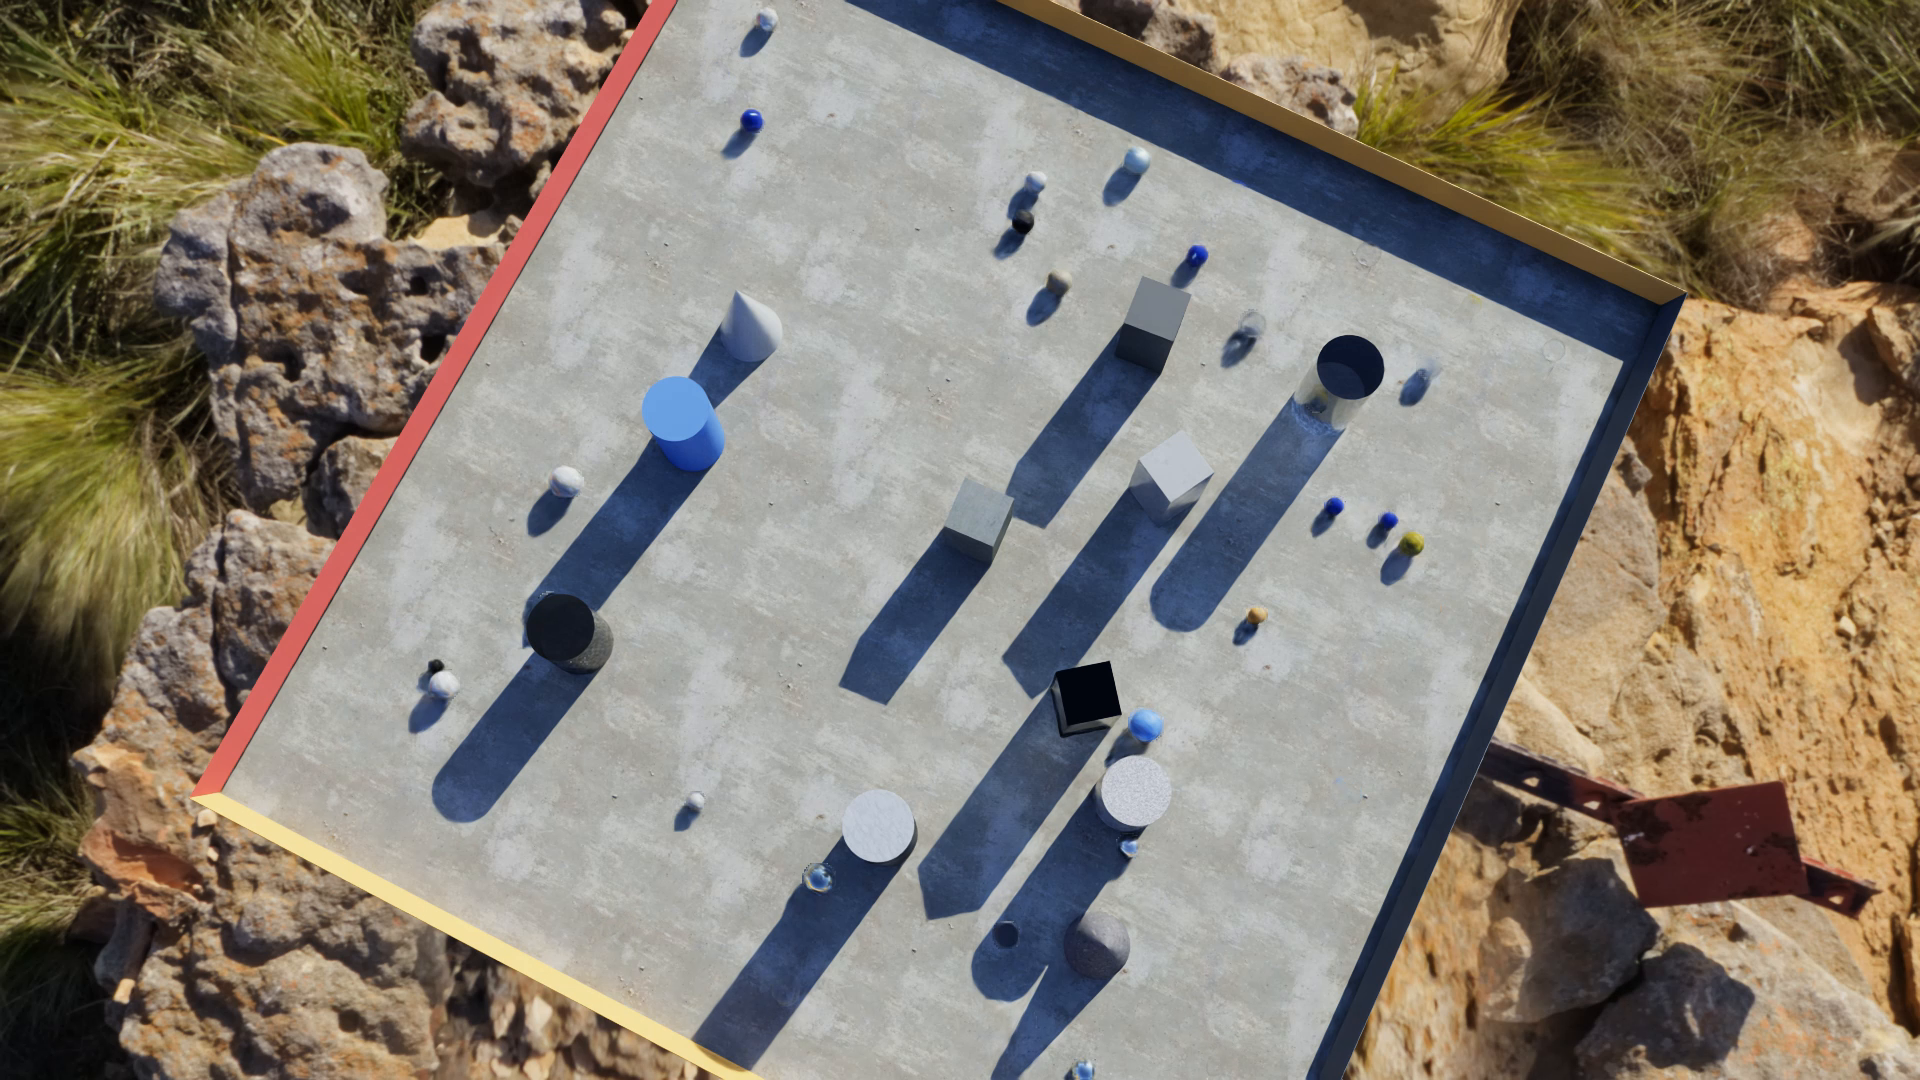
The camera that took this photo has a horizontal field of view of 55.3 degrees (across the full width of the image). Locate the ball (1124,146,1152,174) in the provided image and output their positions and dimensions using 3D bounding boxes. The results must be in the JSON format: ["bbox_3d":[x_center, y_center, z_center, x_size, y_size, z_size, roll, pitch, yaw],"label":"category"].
[{"bbox_3d":[0.564,-1.206,5.822,0.086,0.086,0.086,0,78,0],"label":"ball"}]

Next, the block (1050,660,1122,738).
[{"bbox_3d":[0.363,0.467,5.337,0.157,0.358,0.157,-11,79,-2],"label":"block"}]

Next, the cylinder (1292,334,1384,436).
[{"bbox_3d":[1.130,-0.459,5.502,0.196,0.410,0.196,0,78,0],"label":"cylinder"}]

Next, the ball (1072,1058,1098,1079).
[{"bbox_3d":[0.358,1.526,5.264,0.072,0.072,0.072,0,78,0],"label":"ball"}]

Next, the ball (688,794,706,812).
[{"bbox_3d":[-0.782,0.777,5.429,0.053,0.053,0.053,0,78,0],"label":"ball"}]

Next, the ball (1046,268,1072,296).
[{"bbox_3d":[0.312,-0.809,5.742,0.082,0.082,0.082,0,78,0],"label":"ball"}]

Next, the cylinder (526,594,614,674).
[{"bbox_3d":[-1.147,0.281,5.407,0.196,0.296,0.196,0,78,0],"label":"cylinder"}]

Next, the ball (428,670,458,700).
[{"bbox_3d":[-1.546,0.435,5.482,0.087,0.087,0.087,0,78,0],"label":"ball"}]

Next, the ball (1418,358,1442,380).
[{"bbox_3d":[1.459,-0.532,5.690,0.071,0.071,0.071,0,78,0],"label":"ball"}]

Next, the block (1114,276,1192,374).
[{"bbox_3d":[0.585,-0.652,5.583,0.157,0.331,0.157,22,79,4],"label":"block"}]

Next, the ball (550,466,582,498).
[{"bbox_3d":[-1.206,-0.177,5.603,0.098,0.098,0.098,0,78,0],"label":"ball"}]

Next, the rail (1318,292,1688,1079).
[{"bbox_3d":[1.465,0.724,5.401,0.045,0.127,3.391,26,80,5],"label":"rail"}]

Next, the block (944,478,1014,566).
[{"bbox_3d":[0.055,-0.053,5.480,0.157,0.288,0.157,23,79,5],"label":"block"}]

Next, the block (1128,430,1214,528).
[{"bbox_3d":[0.626,-0.179,5.473,0.157,0.354,0.157,-34,80,-7],"label":"block"}]

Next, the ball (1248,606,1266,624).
[{"bbox_3d":[0.898,0.228,5.541,0.055,0.055,0.055,0,78,0],"label":"ball"}]

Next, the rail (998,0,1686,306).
[{"bbox_3d":[0.748,-1.458,5.852,3.322,0.127,0.045,26,80,5],"label":"rail"}]

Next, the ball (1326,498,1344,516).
[{"bbox_3d":[1.147,-0.104,5.610,0.056,0.056,0.056,0,78,0],"label":"ball"}]

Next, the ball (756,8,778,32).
[{"bbox_3d":[-0.623,-1.683,5.928,0.072,0.072,0.072,0,78,0],"label":"ball"}]

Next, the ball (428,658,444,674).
[{"bbox_3d":[-1.577,0.381,5.514,0.047,0.047,0.047,0,78,0],"label":"ball"}]

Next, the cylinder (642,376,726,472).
[{"bbox_3d":[-0.826,-0.345,5.501,0.196,0.365,0.196,0,78,0],"label":"cylinder"}]

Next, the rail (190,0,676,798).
[{"bbox_3d":[-1.465,-0.710,5.698,0.045,0.127,3.391,26,80,5],"label":"rail"}]

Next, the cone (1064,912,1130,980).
[{"bbox_3d":[0.401,1.150,5.189,0.196,0.371,0.196,0,78,0],"label":"cone"}]

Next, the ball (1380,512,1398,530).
[{"bbox_3d":[1.312,-0.059,5.602,0.052,0.052,0.052,0,78,0],"label":"ball"}]

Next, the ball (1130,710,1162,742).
[{"bbox_3d":[0.554,0.552,5.453,0.096,0.096,0.096,0,78,0],"label":"ball"}]

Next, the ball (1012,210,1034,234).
[{"bbox_3d":[0.201,-1.005,5.788,0.072,0.072,0.072,0,78,0],"label":"ball"}]

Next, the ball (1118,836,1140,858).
[{"bbox_3d":[0.498,0.903,5.397,0.064,0.064,0.064,0,78,0],"label":"ball"}]

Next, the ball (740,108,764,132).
[{"bbox_3d":[-0.665,-1.340,5.856,0.074,0.074,0.074,0,78,0],"label":"ball"}]

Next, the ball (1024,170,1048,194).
[{"bbox_3d":[0.241,-1.136,5.815,0.072,0.072,0.072,0,78,0],"label":"ball"}]

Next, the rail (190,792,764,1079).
[{"bbox_3d":[-0.748,1.471,5.246,3.322,0.127,0.045,26,80,5],"label":"rail"}]

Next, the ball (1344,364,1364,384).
[{"bbox_3d":[1.220,-0.516,5.685,0.062,0.062,0.062,0,78,0],"label":"ball"}]

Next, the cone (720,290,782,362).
[{"bbox_3d":[-0.656,-0.693,5.558,0.196,0.396,0.196,0,78,0],"label":"cone"}]

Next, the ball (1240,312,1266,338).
[{"bbox_3d":[0.916,-0.671,5.714,0.080,0.080,0.080,0,78,0],"label":"ball"}]

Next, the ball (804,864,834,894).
[{"bbox_3d":[-0.411,0.994,5.366,0.088,0.088,0.088,0,78,0],"label":"ball"}]

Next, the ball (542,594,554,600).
[{"bbox_3d":[-1.231,0.199,5.536,0.074,0.074,0.074,0,78,0],"label":"ball"}]

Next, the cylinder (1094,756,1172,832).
[{"bbox_3d":[0.495,0.736,5.297,0.196,0.328,0.196,0,78,0],"label":"cylinder"}]

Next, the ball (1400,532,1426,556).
[{"bbox_3d":[1.377,0.013,5.576,0.074,0.074,0.074,0,78,0],"label":"ball"}]

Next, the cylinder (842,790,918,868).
[{"bbox_3d":[-0.223,0.824,5.207,0.196,0.468,0.196,0,78,0],"label":"cylinder"}]

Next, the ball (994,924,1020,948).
[{"bbox_3d":[0.137,1.153,5.342,0.071,0.071,0.071,0,78,0],"label":"ball"}]

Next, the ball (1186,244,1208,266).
[{"bbox_3d":[0.748,-0.896,5.768,0.067,0.067,0.067,0,78,0],"label":"ball"}]
